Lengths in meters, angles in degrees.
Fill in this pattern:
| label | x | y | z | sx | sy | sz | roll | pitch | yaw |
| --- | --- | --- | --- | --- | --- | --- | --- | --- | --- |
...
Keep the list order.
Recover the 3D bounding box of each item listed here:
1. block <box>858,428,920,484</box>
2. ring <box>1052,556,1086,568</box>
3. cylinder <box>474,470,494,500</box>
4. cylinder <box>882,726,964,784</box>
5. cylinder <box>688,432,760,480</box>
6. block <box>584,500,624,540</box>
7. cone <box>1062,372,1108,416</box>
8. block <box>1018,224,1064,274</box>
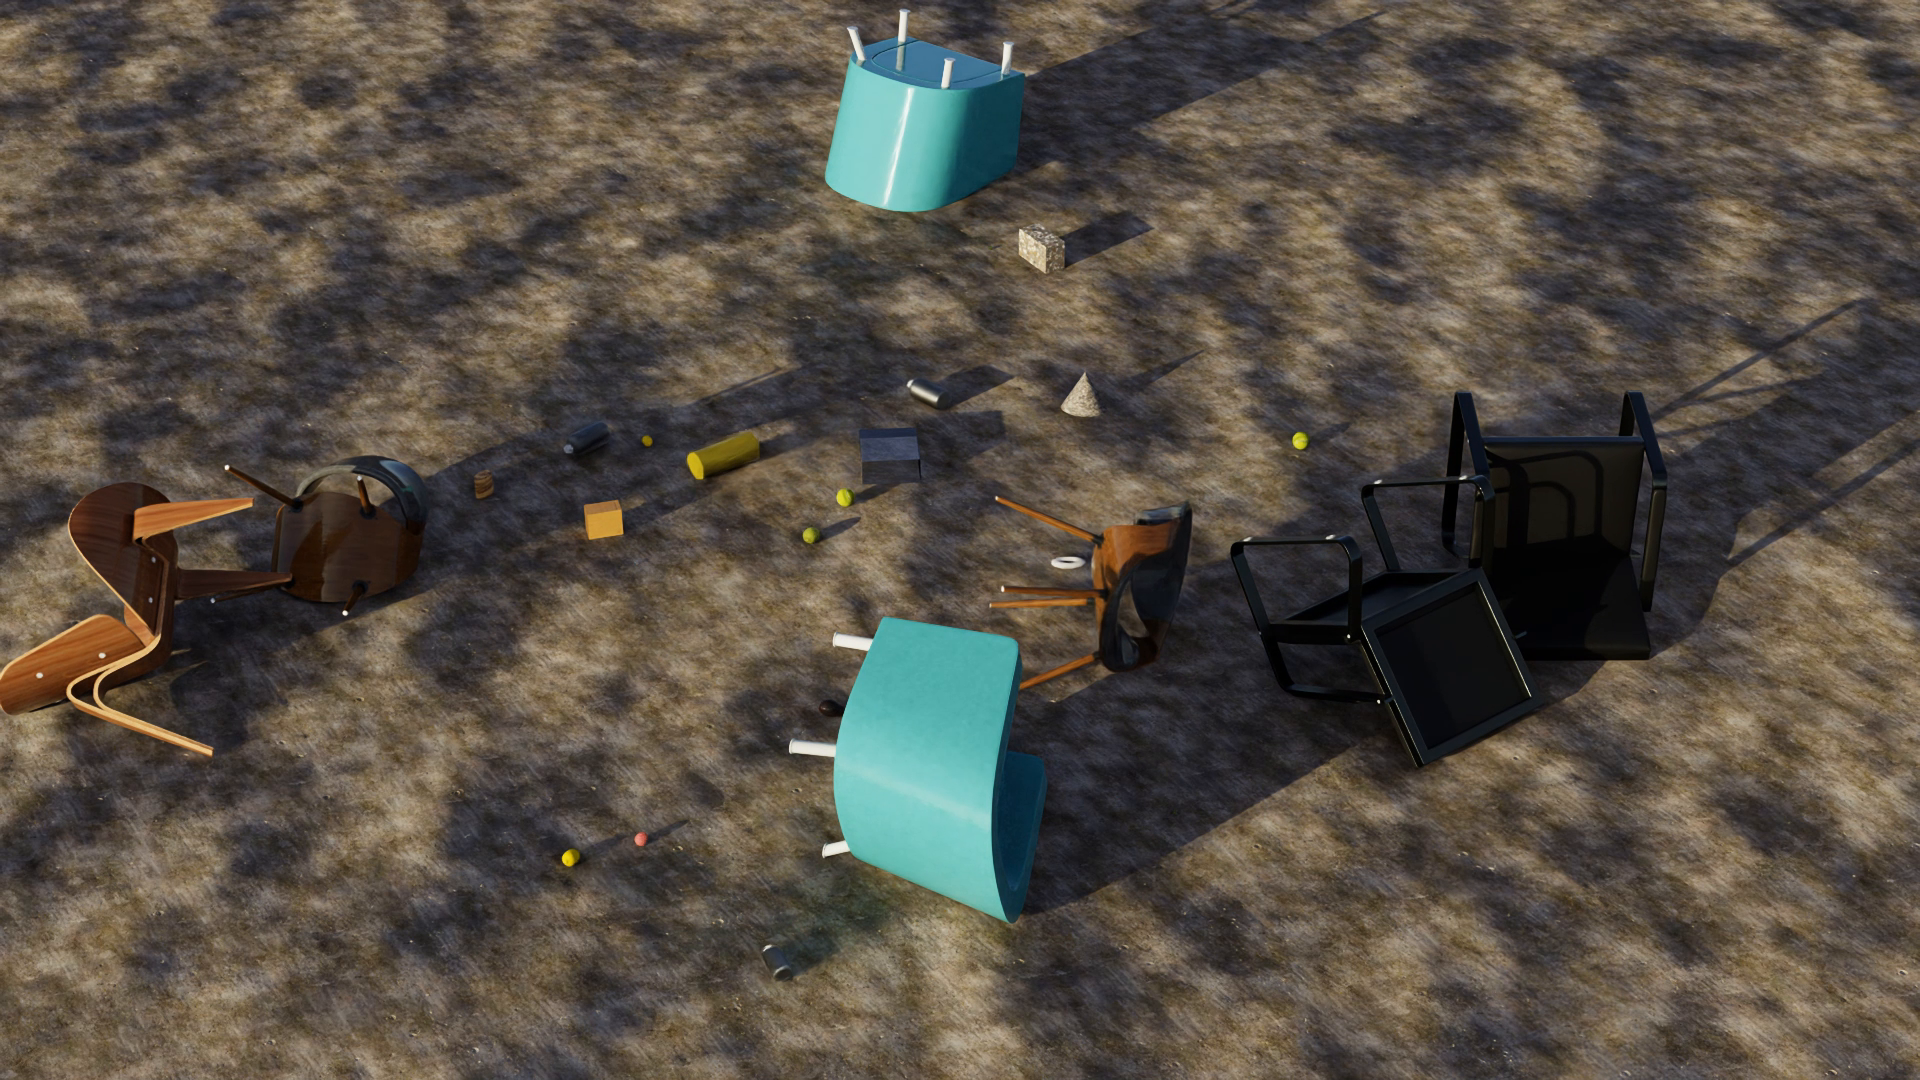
| label | x | y | z | sx | sy | sz | roll | pitch | yaw |
| --- | --- | --- | --- | --- | --- | --- | --- | --- | --- |
| block | -0.272 | -0.326 | 11.343 | 0.224 | 0.105 | 0.236 | -3 | 33 | -4 |
| ring | 0.398 | 0.083 | 10.798 | 0.127 | 0.023 | 0.062 | -2 | 35 | -4 |
| cylinder | -1.815 | -0.210 | 11.177 | 0.044 | 0.095 | 0.081 | 26 | 41 | 33 |
| cylinder | -0.122 | 0.716 | 9.761 | 0.193 | 0.107 | 0.194 | 22 | 41 | 33 |
| cylinder | -0.912 | -0.325 | 11.334 | 0.256 | 0.113 | 0.116 | -22 | 29 | -29 |
| block | -1.332 | -0.076 | 10.961 | 0.129 | 0.109 | 0.071 | -9 | 34 | -14 |
| cone | 0.498 | -0.600 | 11.705 | 0.186 | 0.165 | 0.143 | 5 | 34 | 7 |
| block | 0.356 | -1.269 | 12.755 | 0.099 | 0.127 | 0.209 | -19 | 38 | -27 |
